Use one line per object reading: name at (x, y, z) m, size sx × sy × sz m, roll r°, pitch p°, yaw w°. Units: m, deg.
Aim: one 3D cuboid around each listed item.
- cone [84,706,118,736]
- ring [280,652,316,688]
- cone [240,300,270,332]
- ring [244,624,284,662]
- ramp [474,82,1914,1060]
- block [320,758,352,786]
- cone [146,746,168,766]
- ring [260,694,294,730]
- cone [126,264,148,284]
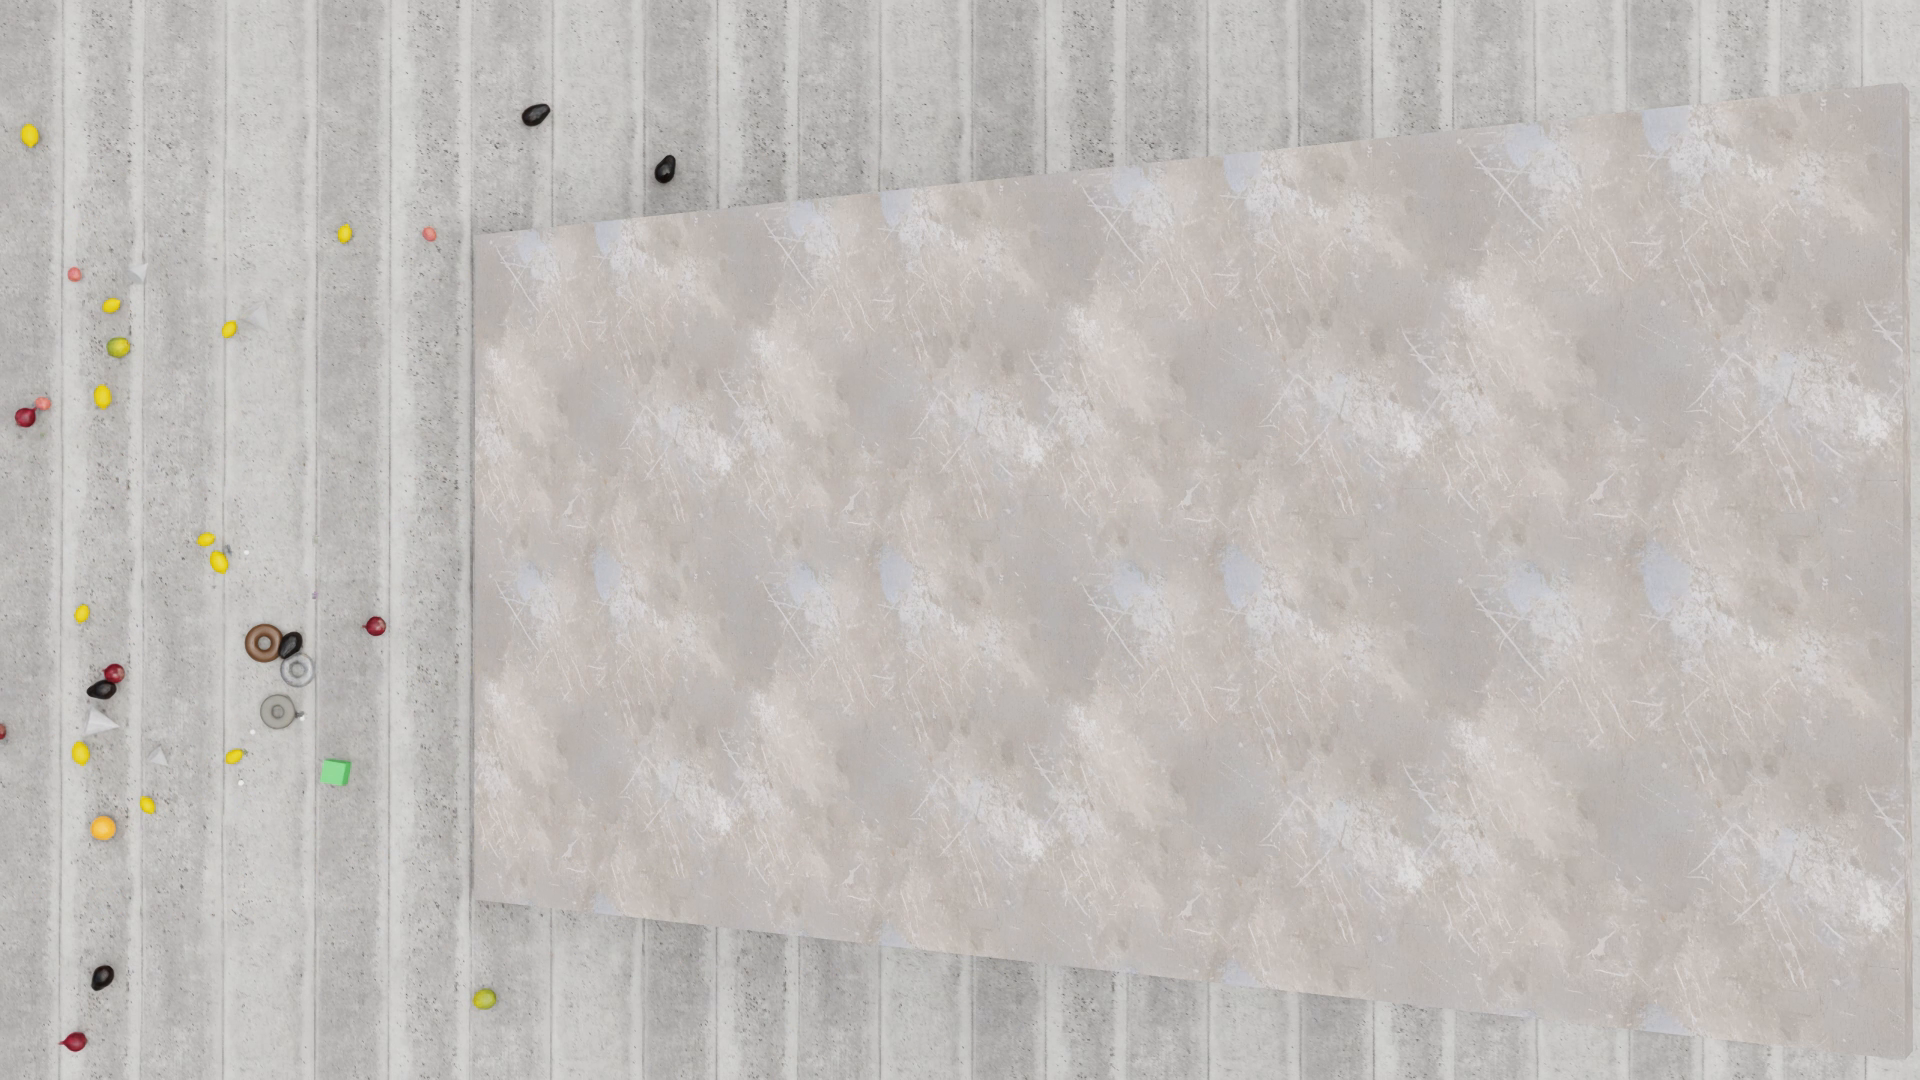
cone at (-2.601, 0.558, 6.680) m, size 0.097 × 0.097 × 0.097 m, roll 14°, pitch 89°, yaw -26°
ring at (-2.013, 0.395, 6.685) m, size 0.109 × 0.036 × 0.109 m, roll 0°, pitch 90°, yaw -1°
cone at (-2.126, -0.665, 6.692) m, size 0.089 × 0.089 × 0.089 m, roll -31°, pitch 116°, yaw 0°
ring at (-2.114, 0.314, 6.684) m, size 0.119 × 0.040 × 0.119 m, roll 0°, pitch 89°, yaw -1°
ramp at (0.261, 0.072, 5.602) m, size 4.000 × 0.100 × 2.000 m, roll 0°, pitch 89°, yaw 32°
block at (-1.892, 0.703, 6.667) m, size 0.066 × 0.066 × 0.066 m, roll 10°, pitch 89°, yaw 0°
cone at (-2.429, 0.670, 6.687) m, size 0.059 × 0.059 × 0.059 m, roll -38°, pitch 122°, yaw 0°
ring at (-2.074, 0.522, 6.684) m, size 0.106 × 0.035 × 0.106 m, roll 0°, pitch 90°, yaw 1°
cone at (-2.494, -0.822, 6.700) m, size 0.063 × 0.063 × 0.063 m, roll 40°, pitch 56°, yaw 0°
